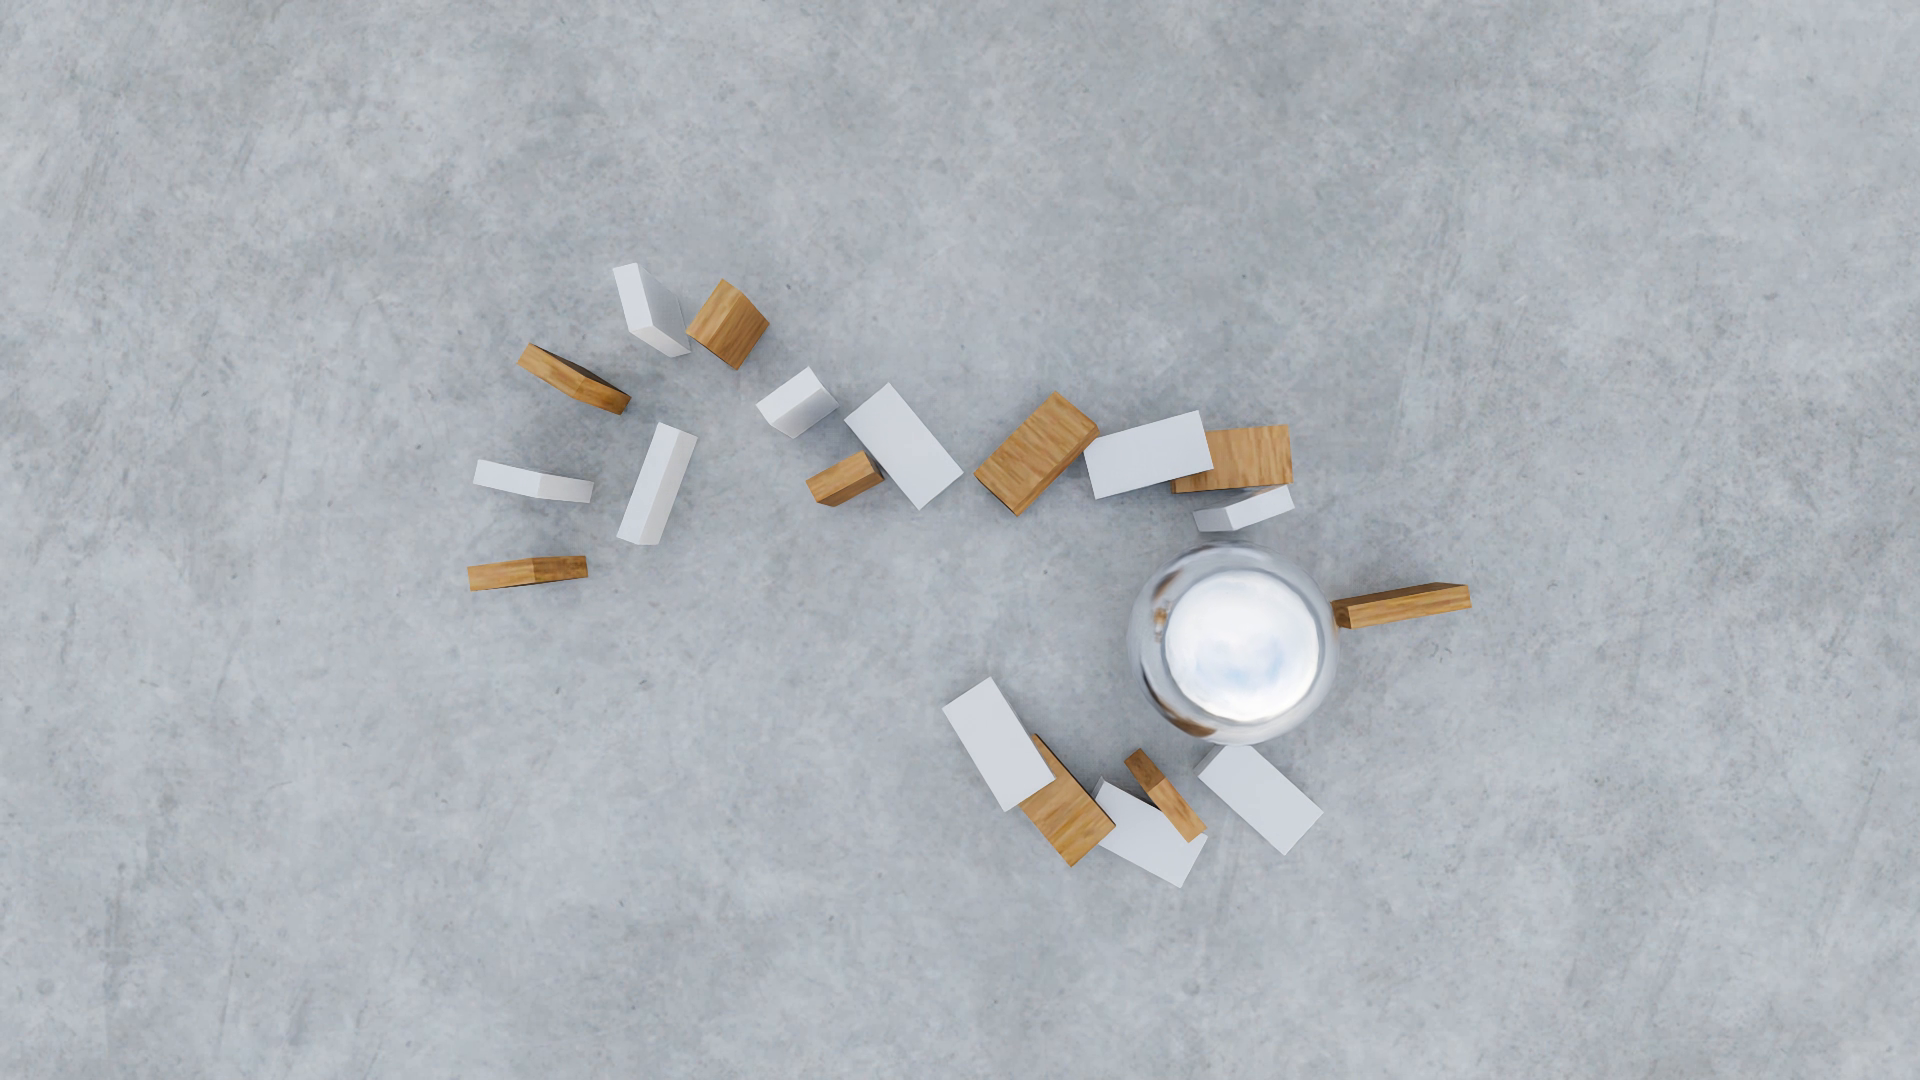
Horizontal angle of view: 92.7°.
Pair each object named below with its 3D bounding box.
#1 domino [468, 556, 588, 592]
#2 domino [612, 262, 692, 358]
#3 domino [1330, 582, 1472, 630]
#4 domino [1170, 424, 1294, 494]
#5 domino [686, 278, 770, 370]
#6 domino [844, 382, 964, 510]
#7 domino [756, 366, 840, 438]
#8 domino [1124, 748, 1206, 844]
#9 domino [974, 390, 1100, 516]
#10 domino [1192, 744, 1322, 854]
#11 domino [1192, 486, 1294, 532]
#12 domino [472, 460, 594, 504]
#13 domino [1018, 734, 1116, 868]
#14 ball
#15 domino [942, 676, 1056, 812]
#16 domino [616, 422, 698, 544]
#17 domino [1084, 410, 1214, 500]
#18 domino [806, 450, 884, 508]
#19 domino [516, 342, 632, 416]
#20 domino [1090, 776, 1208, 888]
[{"bbox_3d":[-0.175,0.013,0.375,0.025,0.050,0.010,-8,90,0],"label":"domino"},{"bbox_3d":[-0.125,-0.093,0.375,0.010,0.050,0.025,-15,90,0],"label":"domino"},{"bbox_3d":[0.184,0.027,0.388,0.050,0.025,0.010,-10,90,0],"label":"domino"},{"bbox_3d":[0.116,-0.035,0.395,0.050,0.010,0.025,-5,90,0],"label":"domino"},{"bbox_3d":[-0.094,-0.087,0.375,0.009,0.050,0.025,35,90,0],"label":"domino"},{"bbox_3d":[-0.024,-0.040,0.395,0.025,0.010,0.050,-40,90,0],"label":"domino"},{"bbox_3d":[-0.065,-0.055,0.375,0.025,0.050,0.009,-36,90,0],"label":"domino"},{"bbox_3d":[0.083,0.103,0.375,0.010,0.050,0.025,-40,90,0],"label":"domino"},{"bbox_3d":[0.033,-0.037,0.390,0.050,0.009,0.025,-45,64,0],"label":"domino"},{"bbox_3d":[0.128,0.108,0.395,0.050,0.010,0.025,42,90,0],"label":"domino"},{"bbox_3d":[0.115,-0.012,0.375,0.025,0.050,0.010,-20,90,0],"label":"domino"},{"bbox_3d":[-0.173,-0.024,0.375,0.025,0.050,0.009,13,90,0],"label":"domino"},{"bbox_3d":[0.040,0.110,0.389,0.025,0.010,0.050,-42,75,0],"label":"domino"},{"bbox_3d":[0.106,0.040,0.360,0.080,0.080,0.080,0,90,0],"label":"ball"},{"bbox_3d":[0.017,0.086,0.388,0.025,0.009,0.050,-34,74,2],"label":"domino"},{"bbox_3d":[-0.128,-0.023,0.388,0.009,0.025,0.050,20,90,0],"label":"domino"},{"bbox_3d":[0.079,-0.036,0.389,0.050,0.009,0.025,-15,88,14],"label":"domino"},{"bbox_3d":[-0.046,-0.024,0.375,0.025,0.050,0.010,-28,90,0],"label":"domino"},{"bbox_3d":[-0.156,-0.065,0.375,0.025,0.050,0.010,32,90,0],"label":"domino"},{"bbox_3d":[0.078,0.126,0.395,0.050,0.009,0.025,28,90,0],"label":"domino"}]
